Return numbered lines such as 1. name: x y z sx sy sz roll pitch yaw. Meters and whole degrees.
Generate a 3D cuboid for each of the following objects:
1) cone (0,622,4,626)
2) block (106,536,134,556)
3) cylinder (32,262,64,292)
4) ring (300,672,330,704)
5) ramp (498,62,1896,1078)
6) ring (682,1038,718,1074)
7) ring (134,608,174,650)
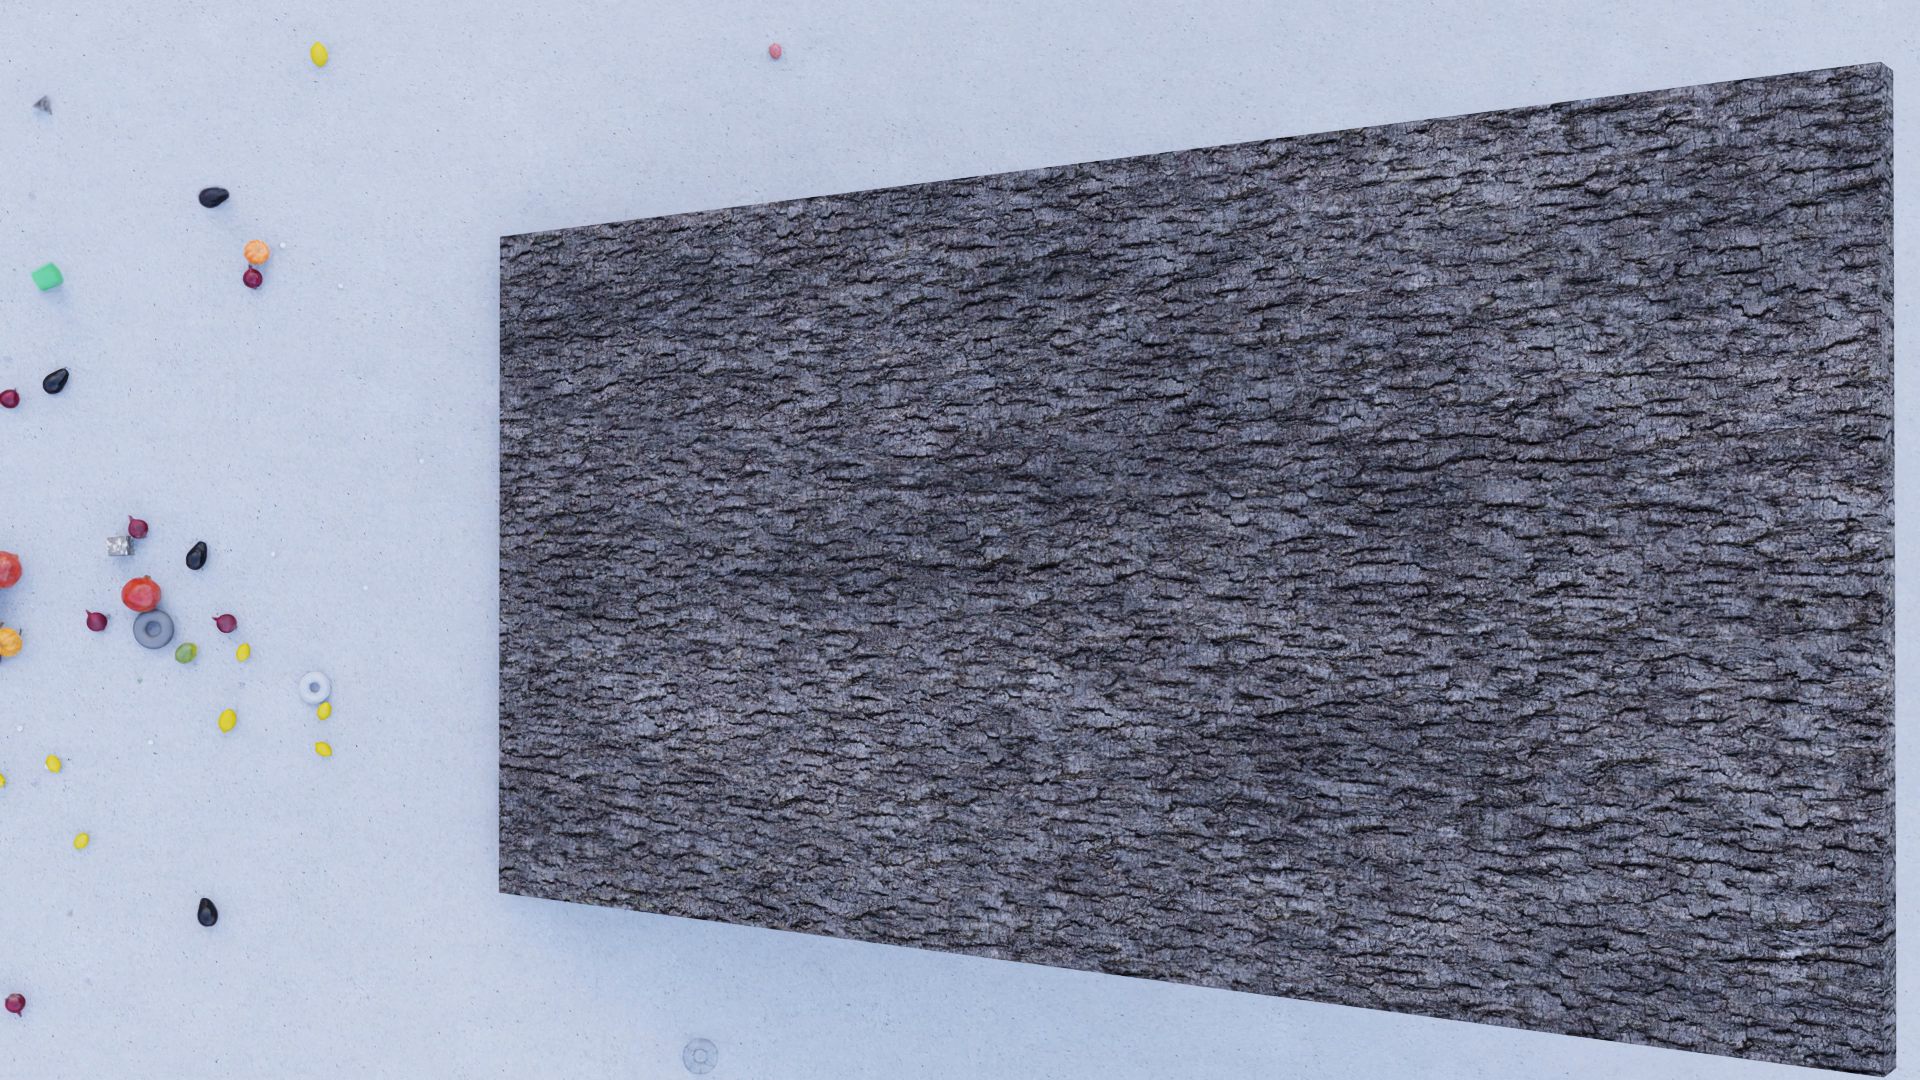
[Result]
1. cone: -2.981 0.273 6.761 0.090 0.090 0.090 -28 90 -27
2. block: -2.578 0.019 6.754 0.058 0.058 0.058 -5 90 0
3. cylinder: -2.803 -0.807 6.756 0.066 0.066 0.066 -29 90 0
4. ring: -1.984 0.454 6.764 0.098 0.033 0.098 0 88 1
5. ramp: 0.235 0.066 5.556 4.000 0.100 2.000 0 89 36
6. ring: -0.797 1.585 6.753 0.112 0.037 0.112 0 88 -1
7. ring: -2.479 0.274 6.760 0.126 0.042 0.126 0 91 1
